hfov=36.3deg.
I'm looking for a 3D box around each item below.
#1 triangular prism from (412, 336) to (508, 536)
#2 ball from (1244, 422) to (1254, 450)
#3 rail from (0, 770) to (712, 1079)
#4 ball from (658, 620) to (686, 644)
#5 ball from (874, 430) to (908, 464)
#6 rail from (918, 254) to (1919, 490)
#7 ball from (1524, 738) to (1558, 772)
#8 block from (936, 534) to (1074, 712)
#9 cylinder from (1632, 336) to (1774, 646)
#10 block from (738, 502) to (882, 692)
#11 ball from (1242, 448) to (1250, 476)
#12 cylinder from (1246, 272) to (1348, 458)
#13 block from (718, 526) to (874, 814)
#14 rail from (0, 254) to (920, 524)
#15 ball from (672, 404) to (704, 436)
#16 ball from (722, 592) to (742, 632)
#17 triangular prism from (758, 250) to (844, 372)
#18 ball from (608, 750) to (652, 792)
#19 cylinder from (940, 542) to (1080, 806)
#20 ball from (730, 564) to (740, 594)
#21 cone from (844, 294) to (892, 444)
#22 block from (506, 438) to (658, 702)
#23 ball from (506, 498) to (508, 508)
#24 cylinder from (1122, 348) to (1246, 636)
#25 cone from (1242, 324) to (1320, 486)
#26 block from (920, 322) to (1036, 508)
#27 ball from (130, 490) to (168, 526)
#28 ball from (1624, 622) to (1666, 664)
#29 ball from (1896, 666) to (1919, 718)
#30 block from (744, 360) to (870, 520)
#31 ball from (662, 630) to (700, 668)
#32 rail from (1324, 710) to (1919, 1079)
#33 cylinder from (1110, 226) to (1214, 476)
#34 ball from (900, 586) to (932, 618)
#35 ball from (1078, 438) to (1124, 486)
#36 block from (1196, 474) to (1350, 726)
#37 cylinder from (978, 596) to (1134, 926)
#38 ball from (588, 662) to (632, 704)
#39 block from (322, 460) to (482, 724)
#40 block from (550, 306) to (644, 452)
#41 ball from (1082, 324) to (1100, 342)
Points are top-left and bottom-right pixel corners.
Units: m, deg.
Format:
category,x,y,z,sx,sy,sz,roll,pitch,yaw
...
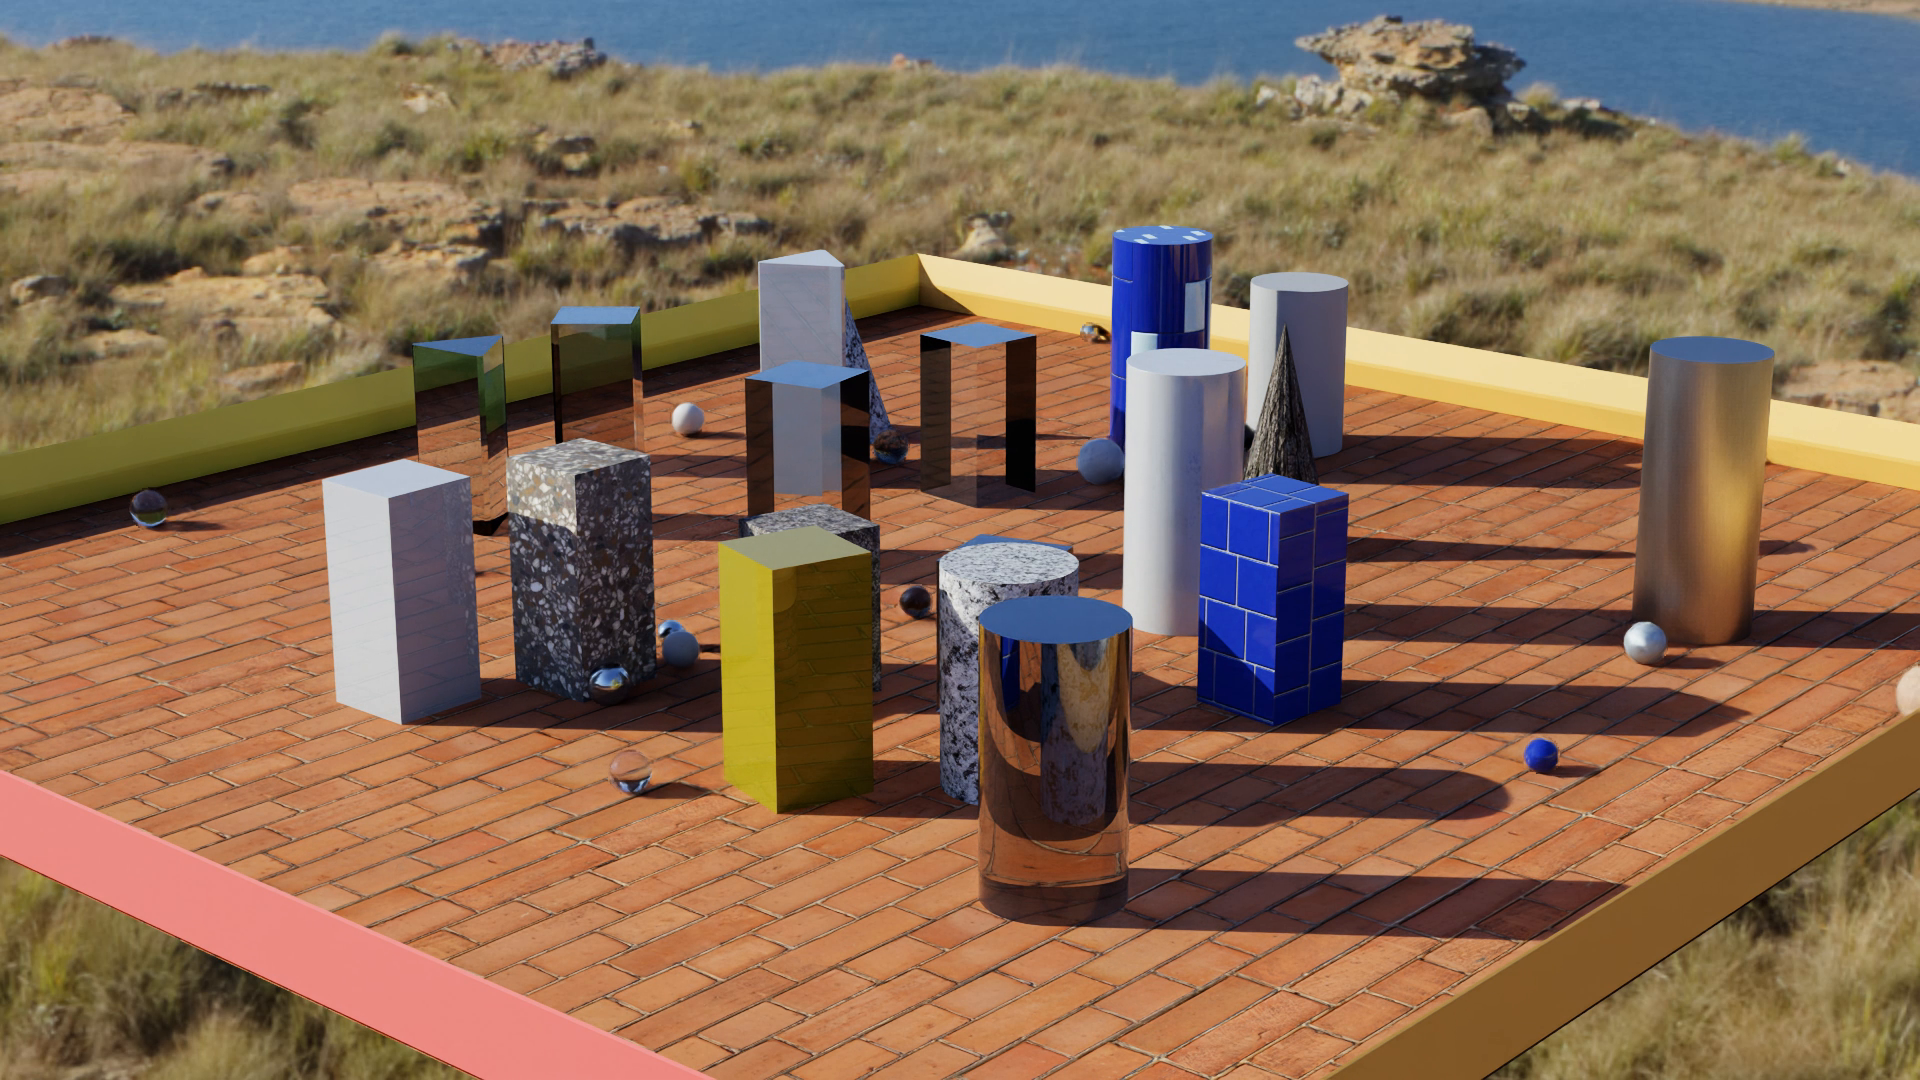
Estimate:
category,x,y,z,sx,sy,sz,roll,pitch,yaw
triangular prism,-0.909,-0.204,5.536,0.173,0.345,0.150,11,20,33
ball,0.569,-0.211,6.032,0.071,0.071,0.071,0,17,0
rail,-1.130,0.408,3.874,3.315,0.130,0.045,14,22,39
ball,-0.478,0.156,4.856,0.047,0.047,0.047,0,17,0
ball,-0.140,-0.189,5.960,0.072,0.072,0.072,0,17,0
rail,1.130,-0.343,6.366,3.315,0.130,0.045,14,22,39
ball,0.856,0.317,4.317,0.050,0.050,0.050,0,17,0
block,0.070,0.139,4.569,0.160,0.246,0.160,8,18,25
cylinder,1.240,-0.084,4.901,0.199,0.480,0.199,0,17,0
block,-0.237,0.103,4.637,0.160,0.274,0.160,-12,21,-35
ball,0.552,-0.156,5.861,0.065,0.065,0.065,0,17,0
cylinder,0.696,-0.363,6.057,0.199,0.348,0.199,0,17,0
block,-0.235,0.184,4.216,0.160,0.363,0.160,-10,20,-31
rail,-1.234,-0.276,6.145,0.045,0.130,3.494,14,22,39
ball,-0.574,-0.254,6.182,0.068,0.068,0.068,0,17,0
ball,-0.370,0.122,4.940,0.065,0.065,0.065,0,17,0
triangular prism,-0.292,-0.344,5.826,0.173,0.444,0.150,4,17,13
ball,-0.477,0.334,4.238,0.062,0.062,0.062,0,17,0
cylinder,0.070,0.193,4.232,0.199,0.336,0.199,0,17,0
ball,-0.349,0.074,5.048,0.093,0.093,0.093,0,17,0
cone,-0.240,-0.369,6.160,0.199,0.301,0.199,0,17,0
block,-0.600,0.046,4.660,0.160,0.371,0.160,14,22,39
ball,-0.804,-0.069,5.517,0.098,0.098,0.098,0,17,0
cylinder,0.377,-0.082,4.949,0.199,0.449,0.199,0,17,0
cone,0.587,-0.190,5.346,0.199,0.427,0.199,0,17,0
block,0.035,-0.245,5.721,0.160,0.317,0.160,-15,22,-41
ball,-1.530,-0.059,5.532,0.070,0.070,0.070,0,17,0
ball,1.117,0.167,4.782,0.068,0.068,0.068,0,17,0
ball,1.483,0.240,4.486,0.100,0.100,0.100,0,17,0
block,-0.271,-0.125,5.255,0.160,0.354,0.160,9,19,29
ball,-0.454,0.177,4.759,0.062,0.062,0.062,0,17,0
rail,1.234,0.341,4.094,0.045,0.130,3.494,14,22,39
cylinder,0.402,-0.376,5.878,0.199,0.477,0.199,0,17,0
ball,-0.076,0.105,5.014,0.053,0.053,0.053,0,17,0
ball,0.281,-0.155,5.810,0.093,0.093,0.093,0,17,0
block,0.486,0.091,4.562,0.160,0.342,0.160,-15,22,-40
cylinder,0.124,0.286,3.835,0.199,0.386,0.199,0,17,0
ball,-0.549,0.225,4.595,0.066,0.066,0.066,0,17,0
block,-0.868,0.078,4.567,0.160,0.363,0.160,14,22,39
block,-0.730,-0.302,5.922,0.160,0.310,0.160,0,17,1
ball,0.314,-0.497,7.030,0.043,0.043,0.043,0,17,0
